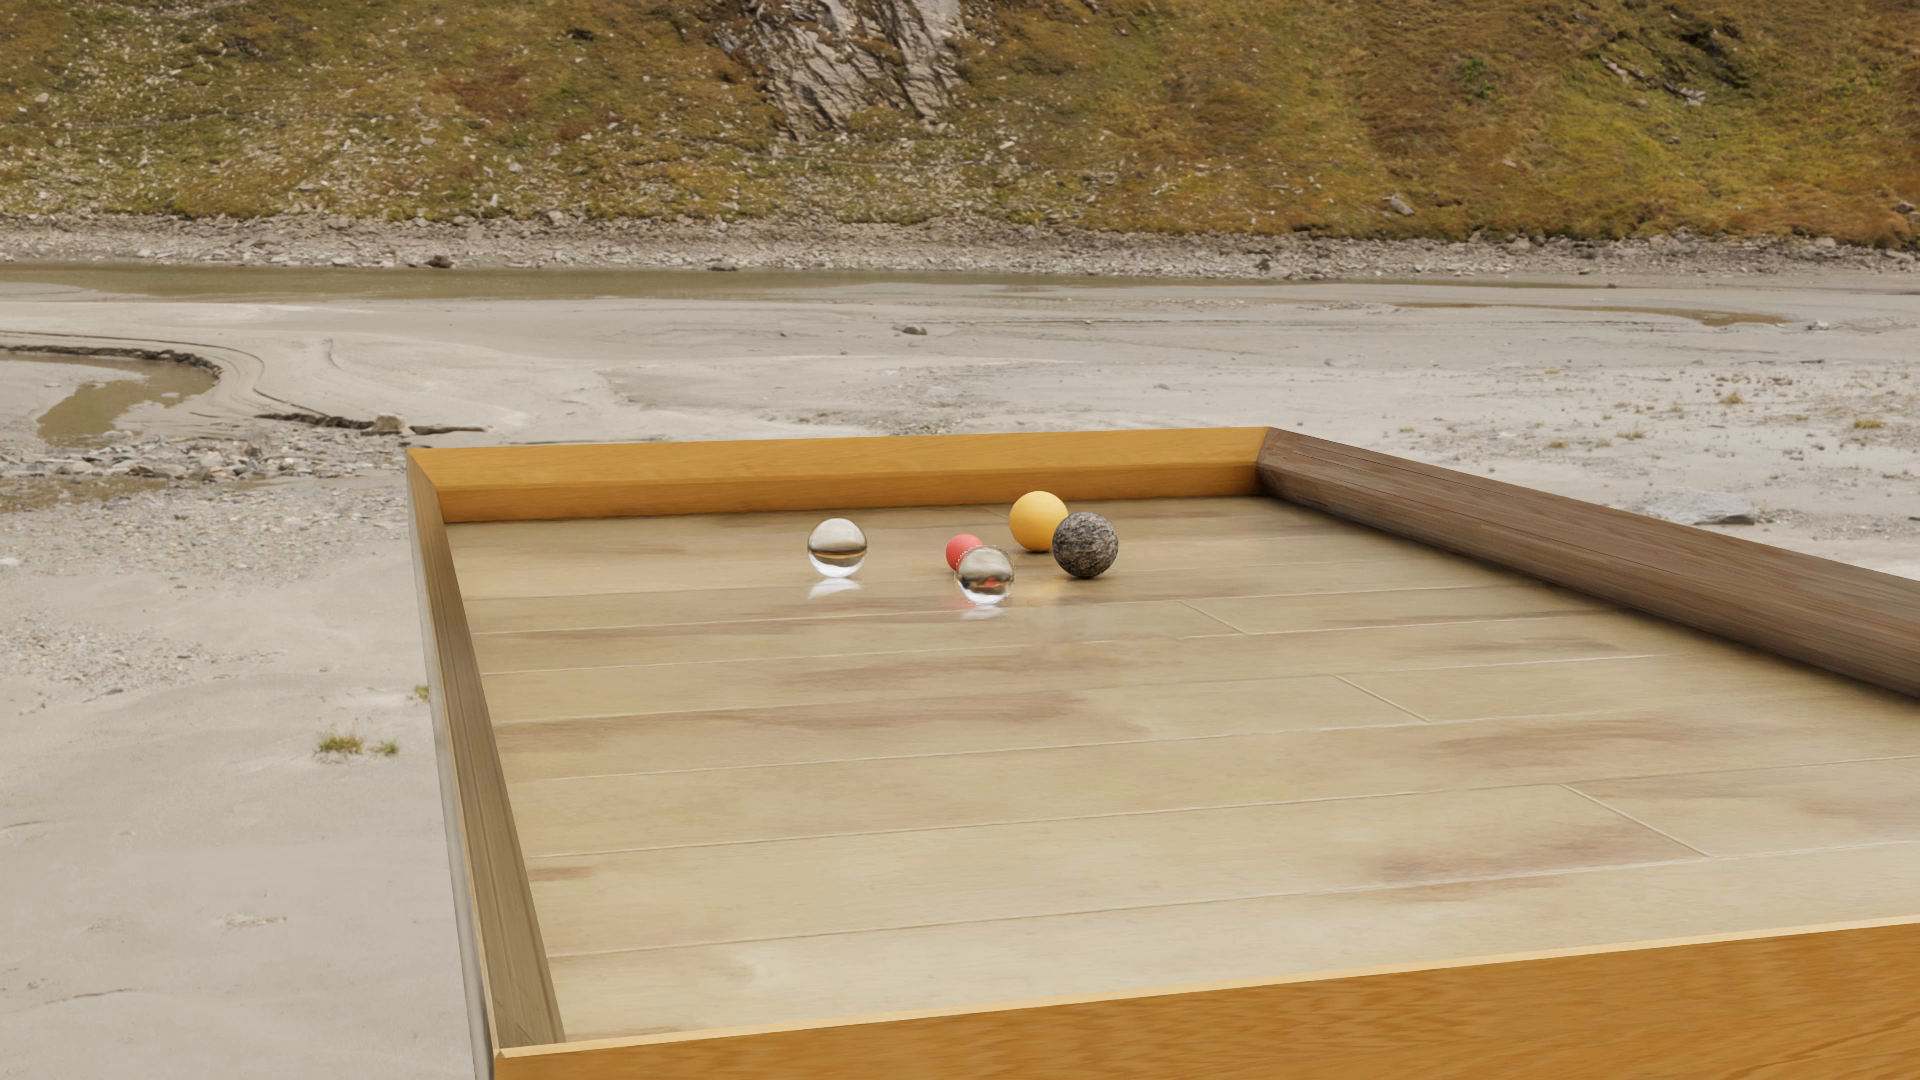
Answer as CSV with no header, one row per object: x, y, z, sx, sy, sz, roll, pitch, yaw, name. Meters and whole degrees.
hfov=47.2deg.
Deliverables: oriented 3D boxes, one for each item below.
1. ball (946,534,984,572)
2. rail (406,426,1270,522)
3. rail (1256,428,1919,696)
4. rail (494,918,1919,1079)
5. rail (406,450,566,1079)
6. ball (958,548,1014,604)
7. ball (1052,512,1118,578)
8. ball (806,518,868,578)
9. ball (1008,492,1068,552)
0.008,0.020,3.217,0.058,0.058,0.058,0,8,0,ball
-0.173,-0.117,3.904,1.571,0.125,0.045,-2,9,-15,rail
0.915,0.049,2.785,0.045,0.125,2.792,-2,9,-15,rail
0.531,0.274,1.280,1.571,0.125,0.045,-2,9,-15,rail
-0.557,0.107,2.399,0.045,0.125,2.792,-2,9,-15,rail
0.035,0.048,2.962,0.077,0.077,0.077,0,8,0,ball
0.181,0.006,3.179,0.096,0.096,0.096,0,8,0,ball
-0.177,0.011,3.176,0.088,0.088,0.088,0,8,0,ball
0.123,-0.029,3.423,0.094,0.094,0.094,0,8,0,ball
